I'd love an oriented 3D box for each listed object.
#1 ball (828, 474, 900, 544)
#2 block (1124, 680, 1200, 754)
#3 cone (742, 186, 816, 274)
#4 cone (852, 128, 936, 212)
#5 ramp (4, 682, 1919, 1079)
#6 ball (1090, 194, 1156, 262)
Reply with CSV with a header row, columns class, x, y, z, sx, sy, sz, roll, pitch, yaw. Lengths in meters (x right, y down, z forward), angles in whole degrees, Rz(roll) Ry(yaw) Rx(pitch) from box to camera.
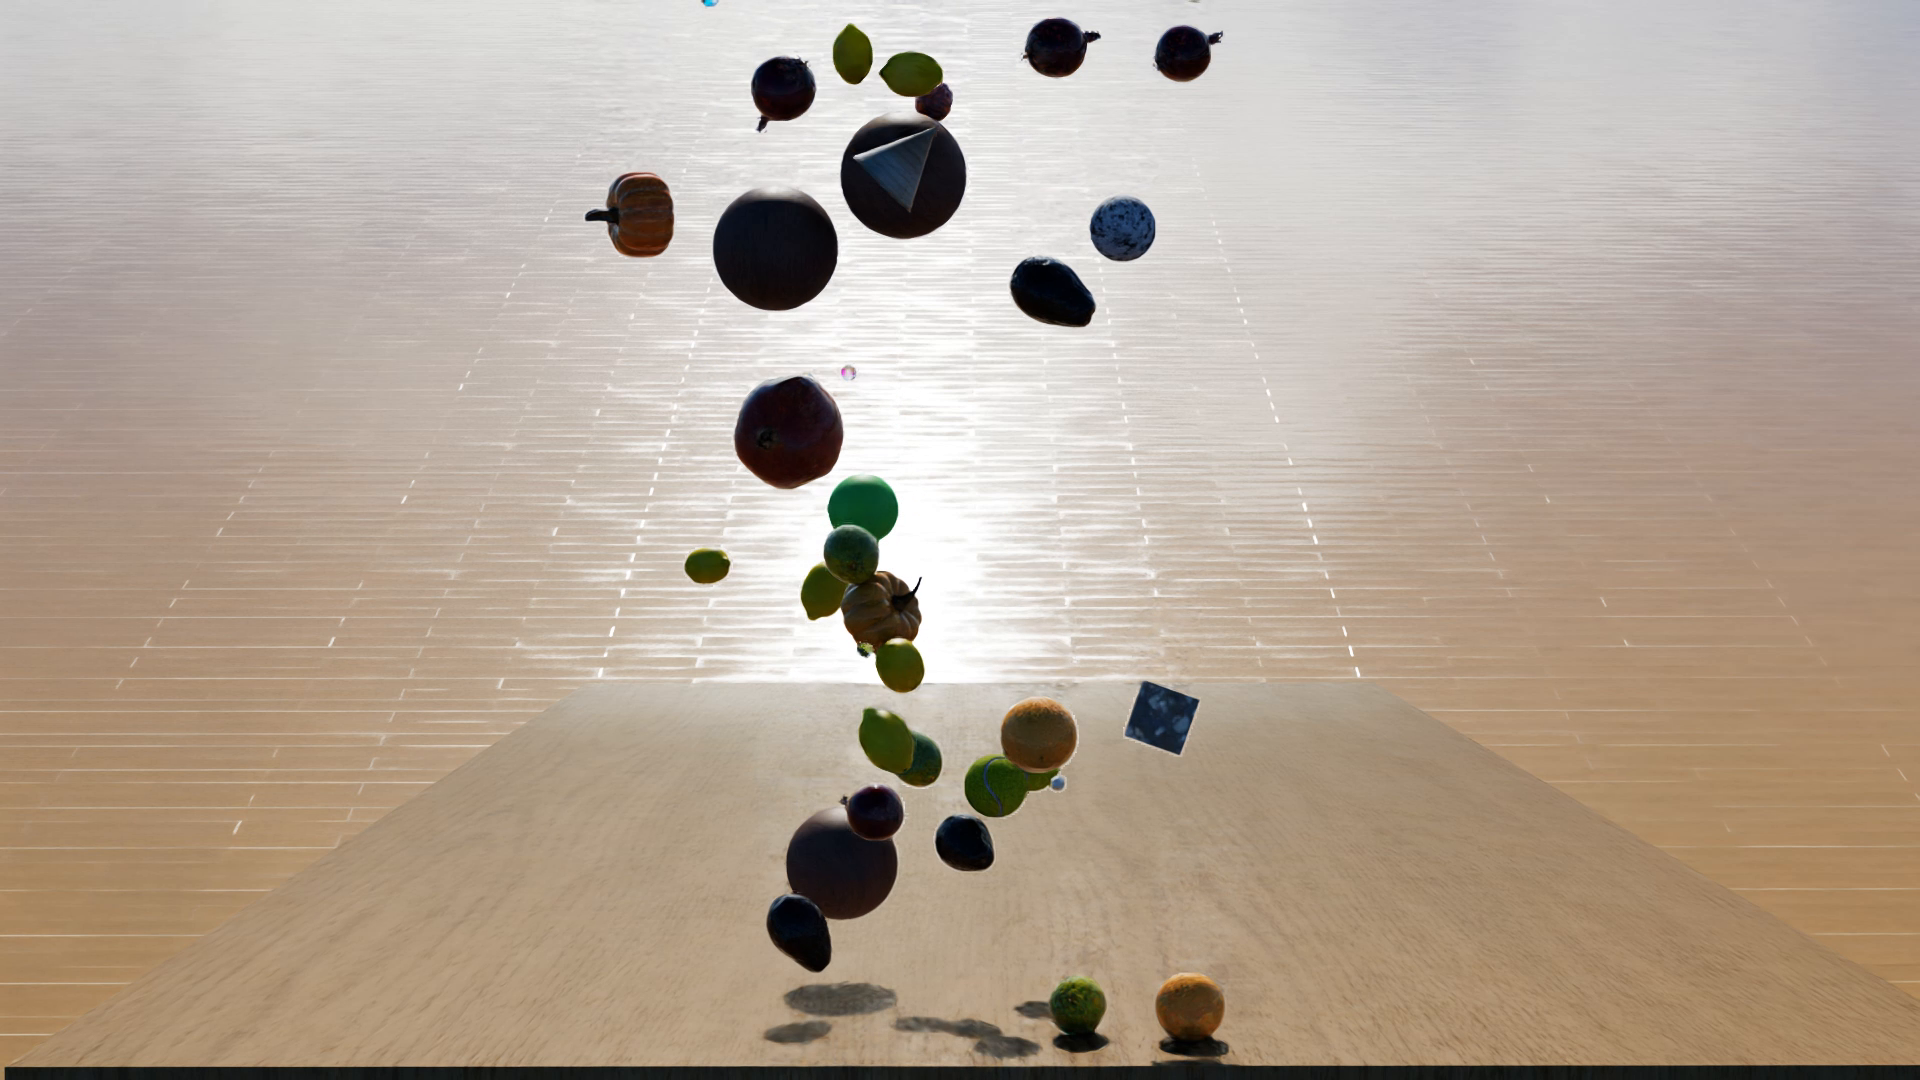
class,x,y,z,sx,sy,sz,roll,pitch,yaw
ball,-0.105,-0.034,2.809,0.078,0.078,0.078,0,24,0
block,0.218,0.192,2.794,0.063,0.063,0.063,20,-1,3
cone,-0.184,-0.338,2.754,0.084,0.084,0.084,14,16,-4
cone,-0.046,-0.344,2.302,0.072,0.072,0.072,-46,27,6
ramp,0.054,0.491,4.542,2.000,0.100,4.000,0,2,0
ball,0.158,-0.304,2.507,0.065,0.065,0.065,0,24,0
